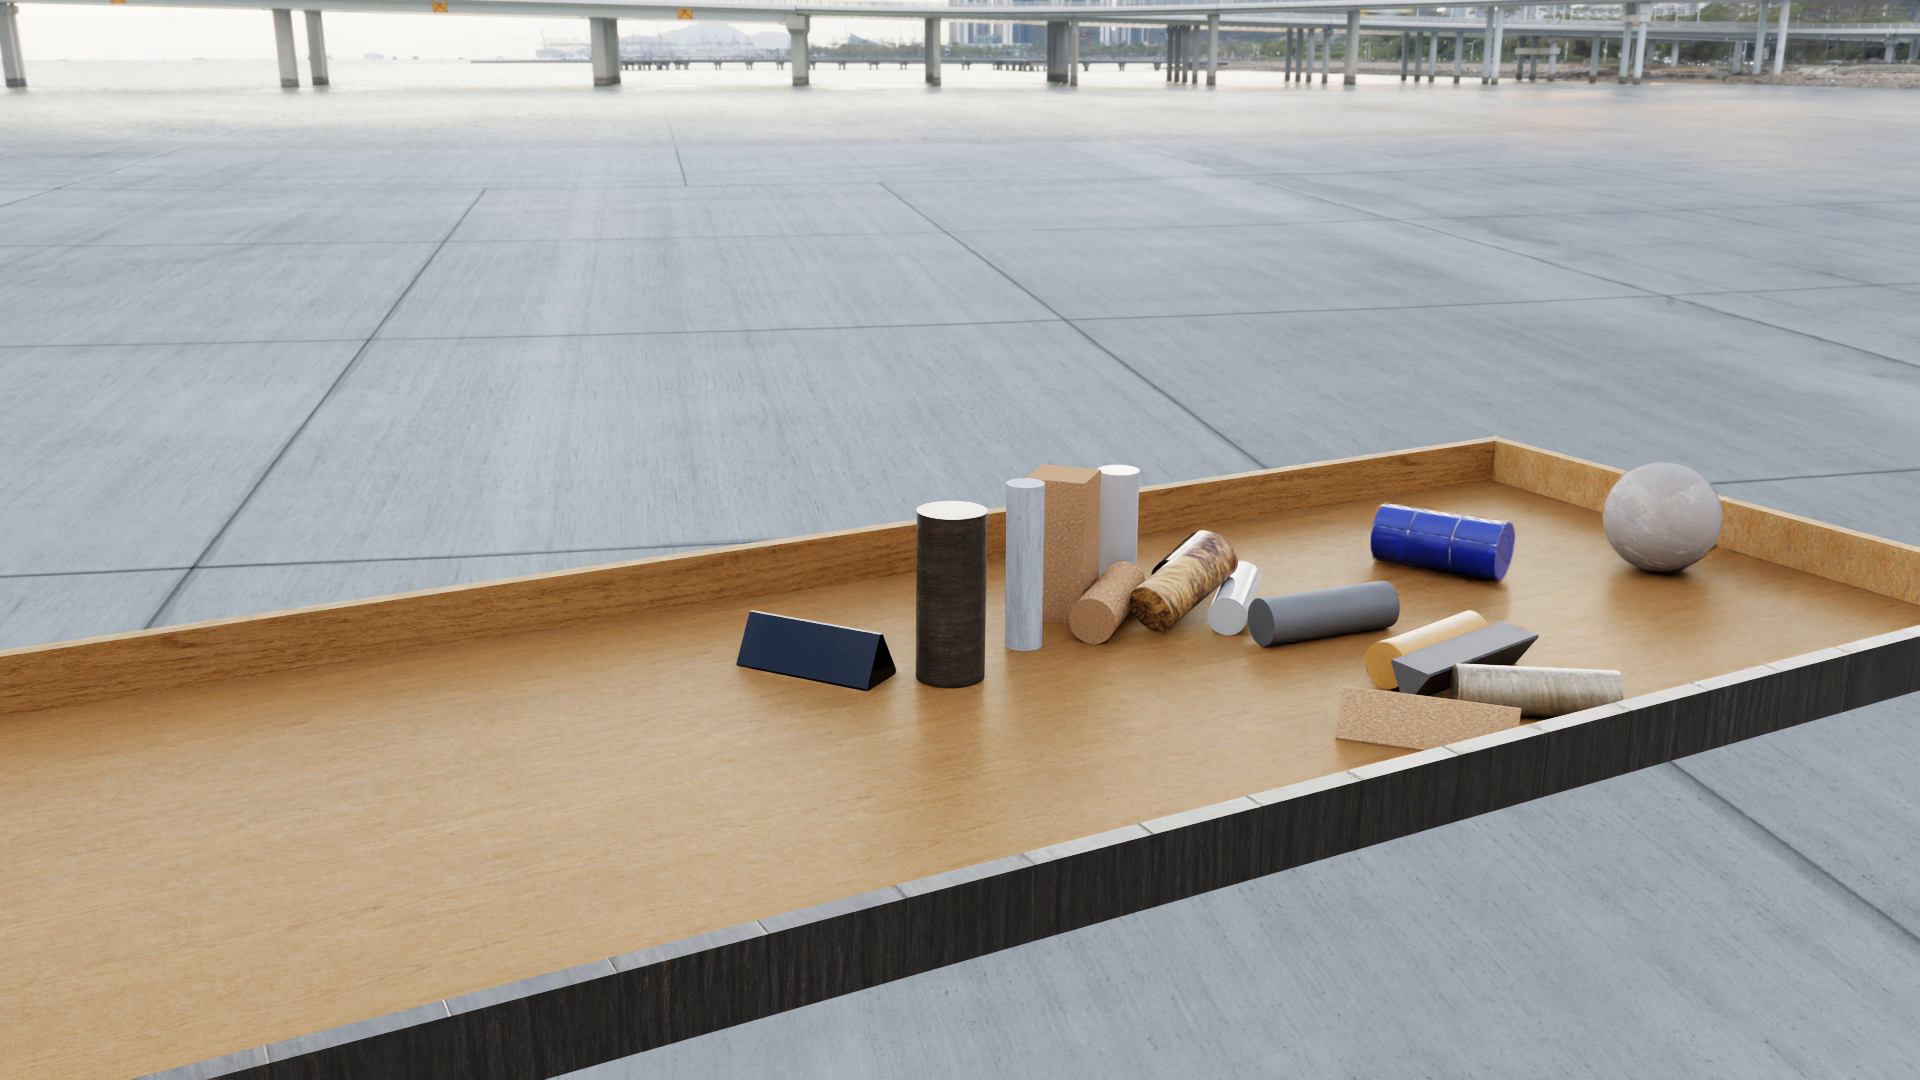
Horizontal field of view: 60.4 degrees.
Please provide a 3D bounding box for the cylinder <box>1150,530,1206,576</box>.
[{"bbox_3d":[0.674,0.079,4.847,0.135,0.135,0.324,7,18,23],"label":"cylinder"}]

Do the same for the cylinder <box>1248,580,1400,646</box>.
[{"bbox_3d":[0.983,0.197,4.456,0.399,0.129,0.129,-7,18,-22],"label":"cylinder"}]

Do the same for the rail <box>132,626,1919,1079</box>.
[{"bbox_3d":[-2.336,1.006,1.665,12.000,0.150,0.050,-9,18,-27],"label":"rail"}]

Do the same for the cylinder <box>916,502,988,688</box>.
[{"bbox_3d":[-0.022,0.135,4.120,0.175,0.434,0.175,1,16,0],"label":"cylinder"}]

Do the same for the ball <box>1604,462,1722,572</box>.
[{"bbox_3d":[2.128,-0.069,4.997,0.333,0.333,0.333,0,16,0],"label":"ball"}]

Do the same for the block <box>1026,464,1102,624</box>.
[{"bbox_3d":[0.285,0.011,4.601,0.171,0.404,0.171,6,17,19],"label":"block"}]

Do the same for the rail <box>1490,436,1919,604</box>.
[{"bbox_3d":[2.466,-0.048,5.253,0.050,0.150,2.100,-9,18,-27],"label":"rail"}]

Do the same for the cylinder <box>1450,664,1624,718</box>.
[{"bbox_3d":[1.367,0.361,3.919,0.372,0.118,0.118,2,16,7],"label":"cylinder"}]

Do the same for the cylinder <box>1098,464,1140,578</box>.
[{"bbox_3d":[0.462,-0.036,4.853,0.122,0.351,0.122,0,16,0],"label":"cylinder"}]

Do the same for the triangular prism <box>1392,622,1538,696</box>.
[{"bbox_3d":[1.251,0.287,4.122,0.456,0.111,0.096,-13,54,-37],"label":"triangular prism"}]

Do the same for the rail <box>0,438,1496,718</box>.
[{"bbox_3d":[-3.305,0.497,3.399,12.000,0.150,0.050,-9,18,-27],"label":"rail"}]

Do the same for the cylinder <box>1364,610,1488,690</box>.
[{"bbox_3d":[1.194,0.277,4.199,0.372,0.120,0.120,-13,21,-38],"label":"cylinder"}]

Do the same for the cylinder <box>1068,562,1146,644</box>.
[{"bbox_3d":[0.411,0.169,4.553,0.127,0.127,0.357,6,17,19],"label":"cylinder"}]

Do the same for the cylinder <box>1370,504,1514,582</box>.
[{"bbox_3d":[1.467,0.005,5.023,0.381,0.177,0.177,11,20,34],"label":"cylinder"}]

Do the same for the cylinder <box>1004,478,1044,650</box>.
[{"bbox_3d":[0.170,0.065,4.344,0.100,0.445,0.100,0,16,0],"label":"cylinder"}]

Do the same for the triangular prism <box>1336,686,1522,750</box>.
[{"bbox_3d":[1.069,0.408,3.765,0.394,0.107,0.124,6,17,20],"label":"triangular prism"}]

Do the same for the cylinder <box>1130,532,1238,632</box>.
[{"bbox_3d":[0.620,0.115,4.555,0.142,0.142,0.308,16,41,43],"label":"cylinder"}]

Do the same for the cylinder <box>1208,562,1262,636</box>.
[{"bbox_3d":[0.771,0.160,4.622,0.106,0.106,0.349,5,17,16],"label":"cylinder"}]

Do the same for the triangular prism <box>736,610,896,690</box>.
[{"bbox_3d":[-0.369,0.268,4.205,0.390,0.126,0.146,8,18,26],"label":"triangular prism"}]
